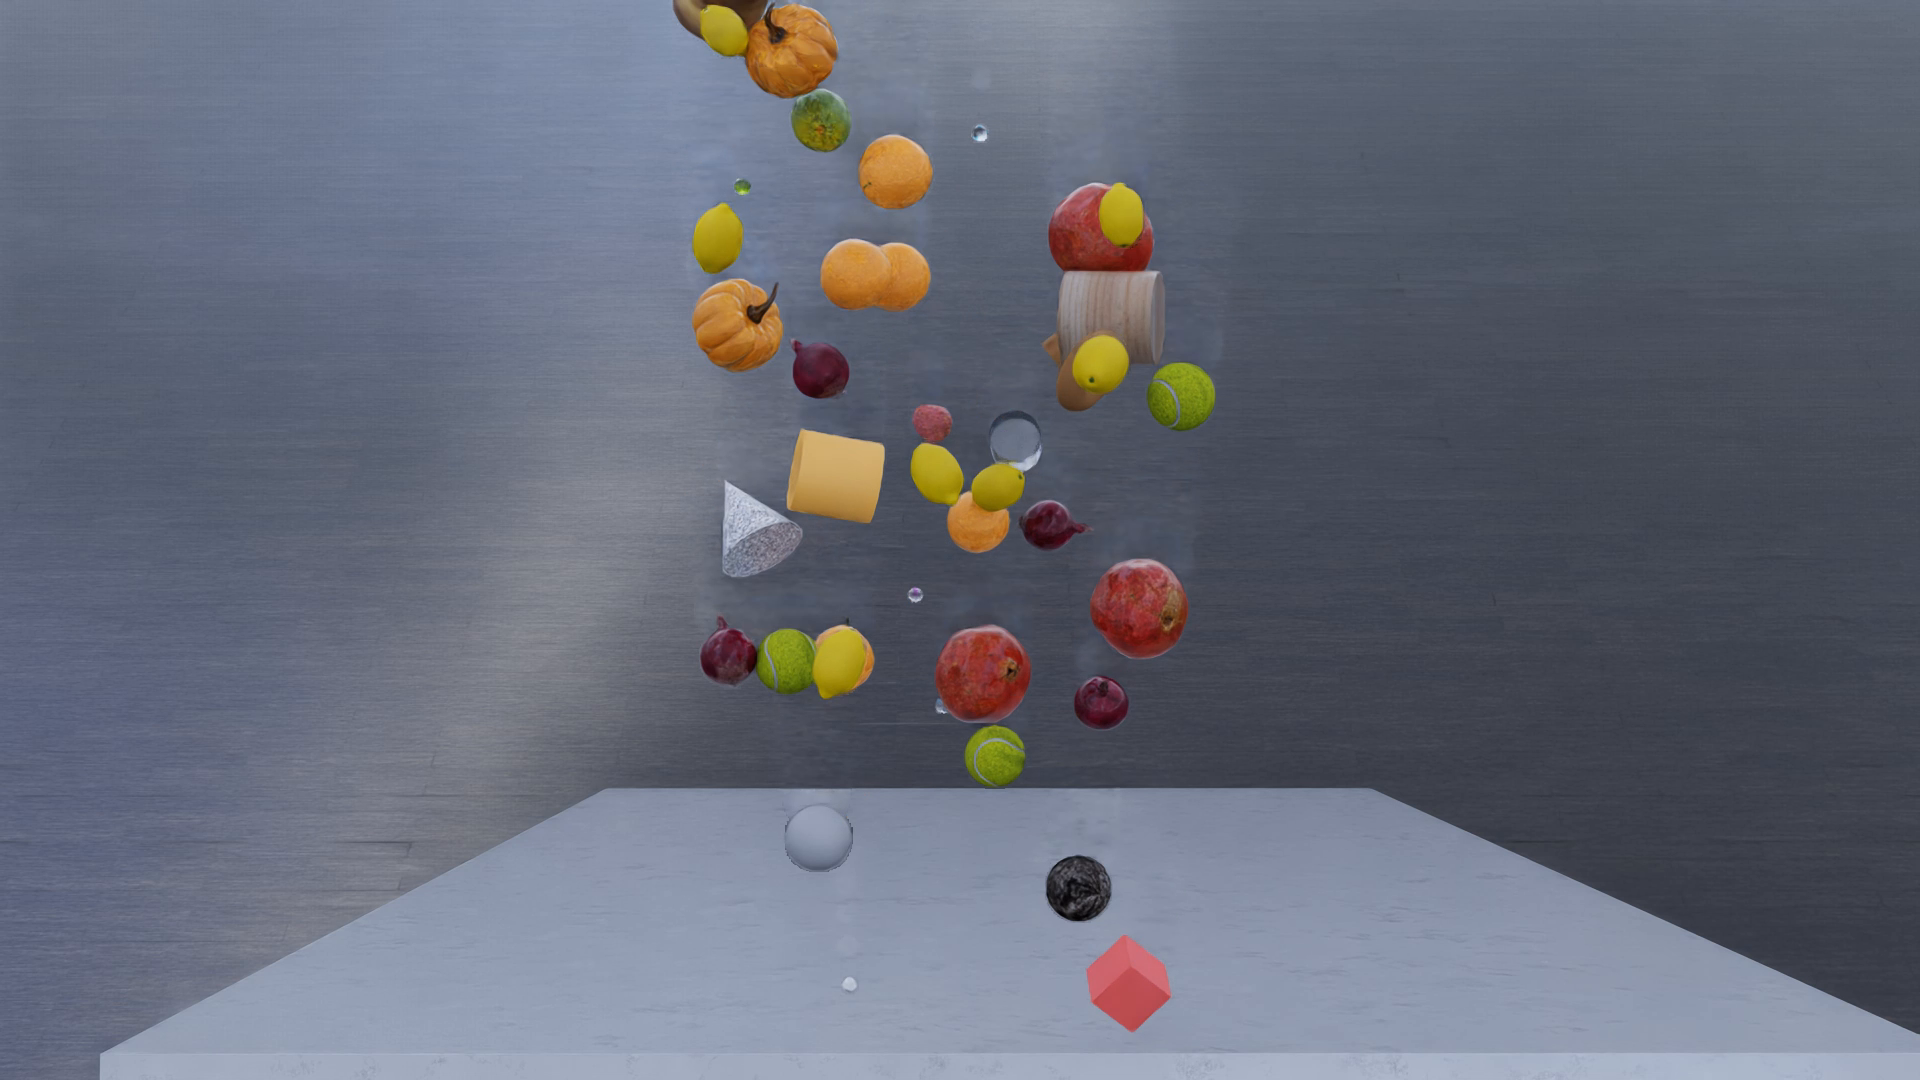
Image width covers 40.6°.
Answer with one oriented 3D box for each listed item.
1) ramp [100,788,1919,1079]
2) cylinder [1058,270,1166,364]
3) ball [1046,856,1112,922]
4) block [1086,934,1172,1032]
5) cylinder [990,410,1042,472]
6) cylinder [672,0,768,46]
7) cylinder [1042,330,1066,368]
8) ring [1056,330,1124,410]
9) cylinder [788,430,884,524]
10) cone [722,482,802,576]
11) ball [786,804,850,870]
[{"bbox_3d":[0.075,0.651,4.788,2.000,0.100,4.000,0,-1,0],"label":"ramp"},{"bbox_3d":[0.163,-0.238,2.774,0.099,0.099,0.099,2,34,13],"label":"cylinder"},{"bbox_3d":[0.126,0.370,2.760,0.070,0.070,0.070,0,34,0],"label":"ball"},{"bbox_3d":[0.190,0.500,2.927,0.064,0.064,0.064,39,17,-18],"label":"block"},{"bbox_3d":[0.063,-0.111,2.925,0.058,0.058,0.058,-1,79,3],"label":"cylinder"},{"bbox_3d":[-0.225,-0.541,2.511,0.087,0.087,0.087,12,53,-17],"label":"cylinder"},{"bbox_3d":[0.131,-0.215,2.893,0.058,0.058,0.058,-40,38,6],"label":"cylinder"},{"bbox_3d":[0.129,-0.168,2.582,0.030,0.089,0.089,35,45,22],"label":"ring"},{"bbox_3d":[-0.133,-0.068,2.767,0.087,0.087,0.087,10,33,-10],"label":"cylinder"},{"bbox_3d":[-0.236,-0.027,2.829,0.096,0.096,0.096,-18,63,-25],"label":"cone"},{"bbox_3d":[-0.152,0.320,2.785,0.070,0.070,0.070,0,34,0],"label":"ball"}]
